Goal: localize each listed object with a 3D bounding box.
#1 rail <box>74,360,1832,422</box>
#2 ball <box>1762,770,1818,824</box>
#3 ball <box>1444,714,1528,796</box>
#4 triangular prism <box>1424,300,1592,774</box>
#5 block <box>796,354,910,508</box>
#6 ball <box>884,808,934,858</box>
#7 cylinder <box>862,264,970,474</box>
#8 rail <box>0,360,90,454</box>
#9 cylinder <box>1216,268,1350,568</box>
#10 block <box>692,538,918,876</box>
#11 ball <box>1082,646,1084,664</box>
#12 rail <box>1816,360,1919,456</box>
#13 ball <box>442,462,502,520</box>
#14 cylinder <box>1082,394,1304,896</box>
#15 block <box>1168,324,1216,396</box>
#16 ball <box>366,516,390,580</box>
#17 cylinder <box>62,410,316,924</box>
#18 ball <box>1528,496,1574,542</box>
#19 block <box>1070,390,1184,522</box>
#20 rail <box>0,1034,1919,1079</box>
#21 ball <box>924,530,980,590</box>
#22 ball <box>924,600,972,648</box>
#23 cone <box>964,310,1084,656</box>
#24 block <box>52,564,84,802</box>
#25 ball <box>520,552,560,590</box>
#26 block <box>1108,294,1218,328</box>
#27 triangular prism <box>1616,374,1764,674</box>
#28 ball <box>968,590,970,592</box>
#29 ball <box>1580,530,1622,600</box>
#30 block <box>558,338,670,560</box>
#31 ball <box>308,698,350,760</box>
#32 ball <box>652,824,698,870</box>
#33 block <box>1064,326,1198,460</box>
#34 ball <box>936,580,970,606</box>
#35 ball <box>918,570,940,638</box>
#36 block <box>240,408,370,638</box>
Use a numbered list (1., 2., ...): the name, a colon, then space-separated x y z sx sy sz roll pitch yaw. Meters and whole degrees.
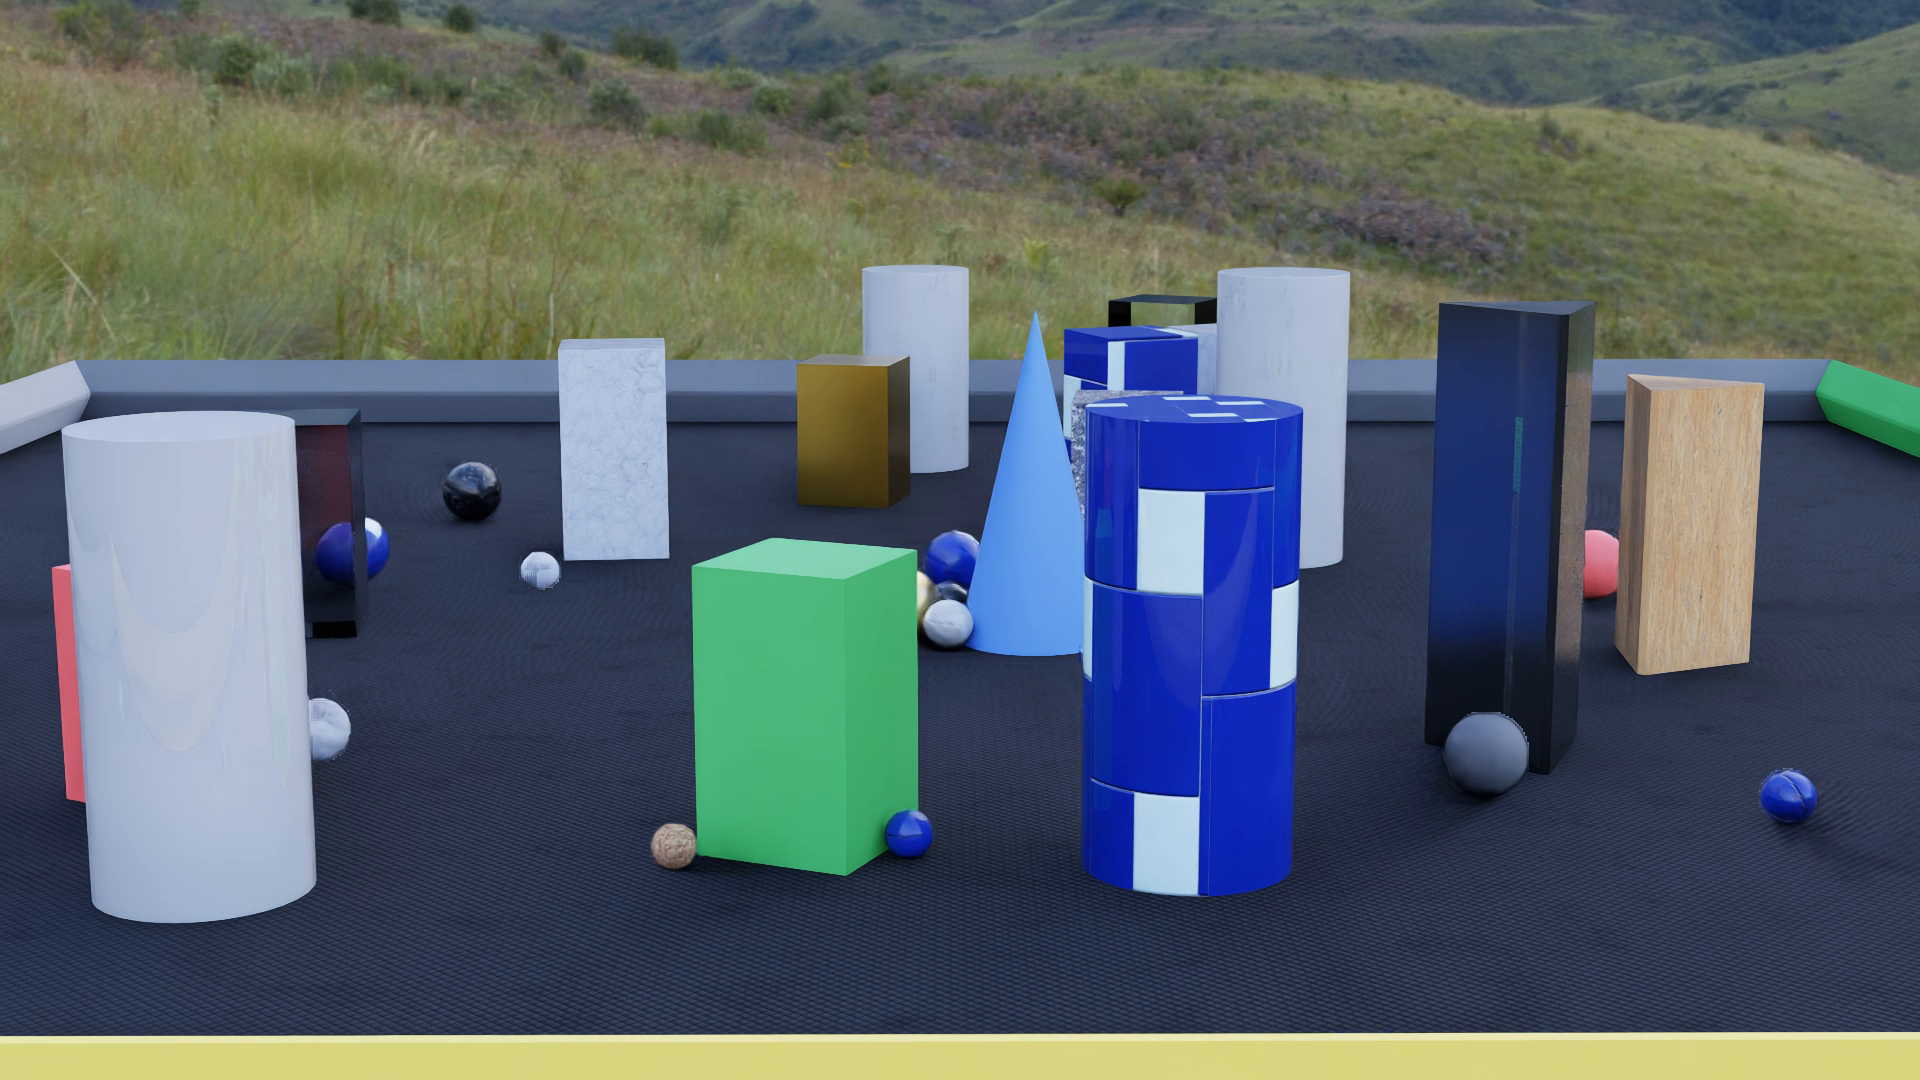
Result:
1. rail: -0.011 -0.304 5.259 3.614 0.126 0.045 0 11 0
2. ball: 0.804 0.250 2.487 0.052 0.052 0.052 0 11 0
3. ball: 0.529 0.216 2.583 0.083 0.083 0.083 0 11 0
4. triangular prism: 0.615 -0.011 2.727 0.146 0.478 0.168 -8 13 -36
5. block: -0.178 -0.186 4.327 0.155 0.237 0.155 2 11 12
6. ball: -0.048 0.272 2.384 0.045 0.045 0.045 0 11 0
7. cylinder: -0.081 -0.315 4.687 0.194 0.359 0.194 0 11 0
8. rail: -1.783 0.034 3.439 0.045 0.126 3.730 0 11 0
9. cylinder: 0.475 -0.184 3.802 0.194 0.425 0.194 0 11 0
10. block: -0.143 0.151 2.407 0.155 0.275 0.155 5 11 24
11. ball: 0.174 0.138 3.074 0.058 0.058 0.058 0 11 0
12. rail: 1.783 0.031 3.459 0.045 0.126 3.730 0 11 0
13. ball: -0.786 -0.078 4.136 0.095 0.095 0.095 0 11 0
14. cylinder: 0.209 0.090 2.330 0.194 0.423 0.194 0 11 0
15. block: 0.451 -0.204 4.264 0.155 0.296 0.155 -6 12 -28
16. ball: -0.858 0.013 3.640 0.097 0.097 0.097 0 11 0
17. cylinder: -0.676 0.106 2.260 0.194 0.417 0.194 0 11 0
18. ball: 0.913 -0.034 3.963 0.070 0.070 0.070 0 11 0
19. block: 0.241 -0.077 3.687 0.155 0.257 0.155 1 11 5
20. rail: 0.011 0.369 1.639 3.614 0.126 0.045 0 11 0
21. ball: -0.007 0.029 3.395 0.082 0.082 0.082 0 11 0
22. ball: -0.015 0.106 3.232 0.063 0.063 0.063 0 11 0
23. cone: 0.095 -0.081 3.253 0.194 0.423 0.194 0 11 0
24. block: -0.790 0.139 2.580 0.155 0.236 0.155 6 12 31
25. ball: -0.590 0.043 3.600 0.053 0.053 0.053 0 11 0
26. block: 0.373 -0.288 4.689 0.155 0.305 0.155 6 12 27
27. triangular prism: 0.867 -0.025 3.166 0.168 0.345 0.146 -5 12 -25
28. ball: 0.007 0.055 3.468 0.077 0.077 0.077 0 11 0
29. ball: 0.869 0.034 3.531 0.096 0.096 0.096 0 11 0
30. block: -0.520 -0.139 3.866 0.155 0.313 0.155 -1 11 -7
31. ball: -0.660 0.195 2.640 0.064 0.064 0.064 0 11 0
32. ball: -0.261 0.280 2.349 0.042 0.042 0.042 0 11 0
33. block: 0.266 -0.171 4.037 0.155 0.314 0.155 -4 11 -23
34. ball: -0.014 0.084 3.349 0.063 0.063 0.063 0 11 0
35. ball: -0.070 0.082 3.281 0.092 0.092 0.092 0 11 0
36. block: -0.863 -0.023 3.341 0.155 0.276 0.155 -1 11 -7
